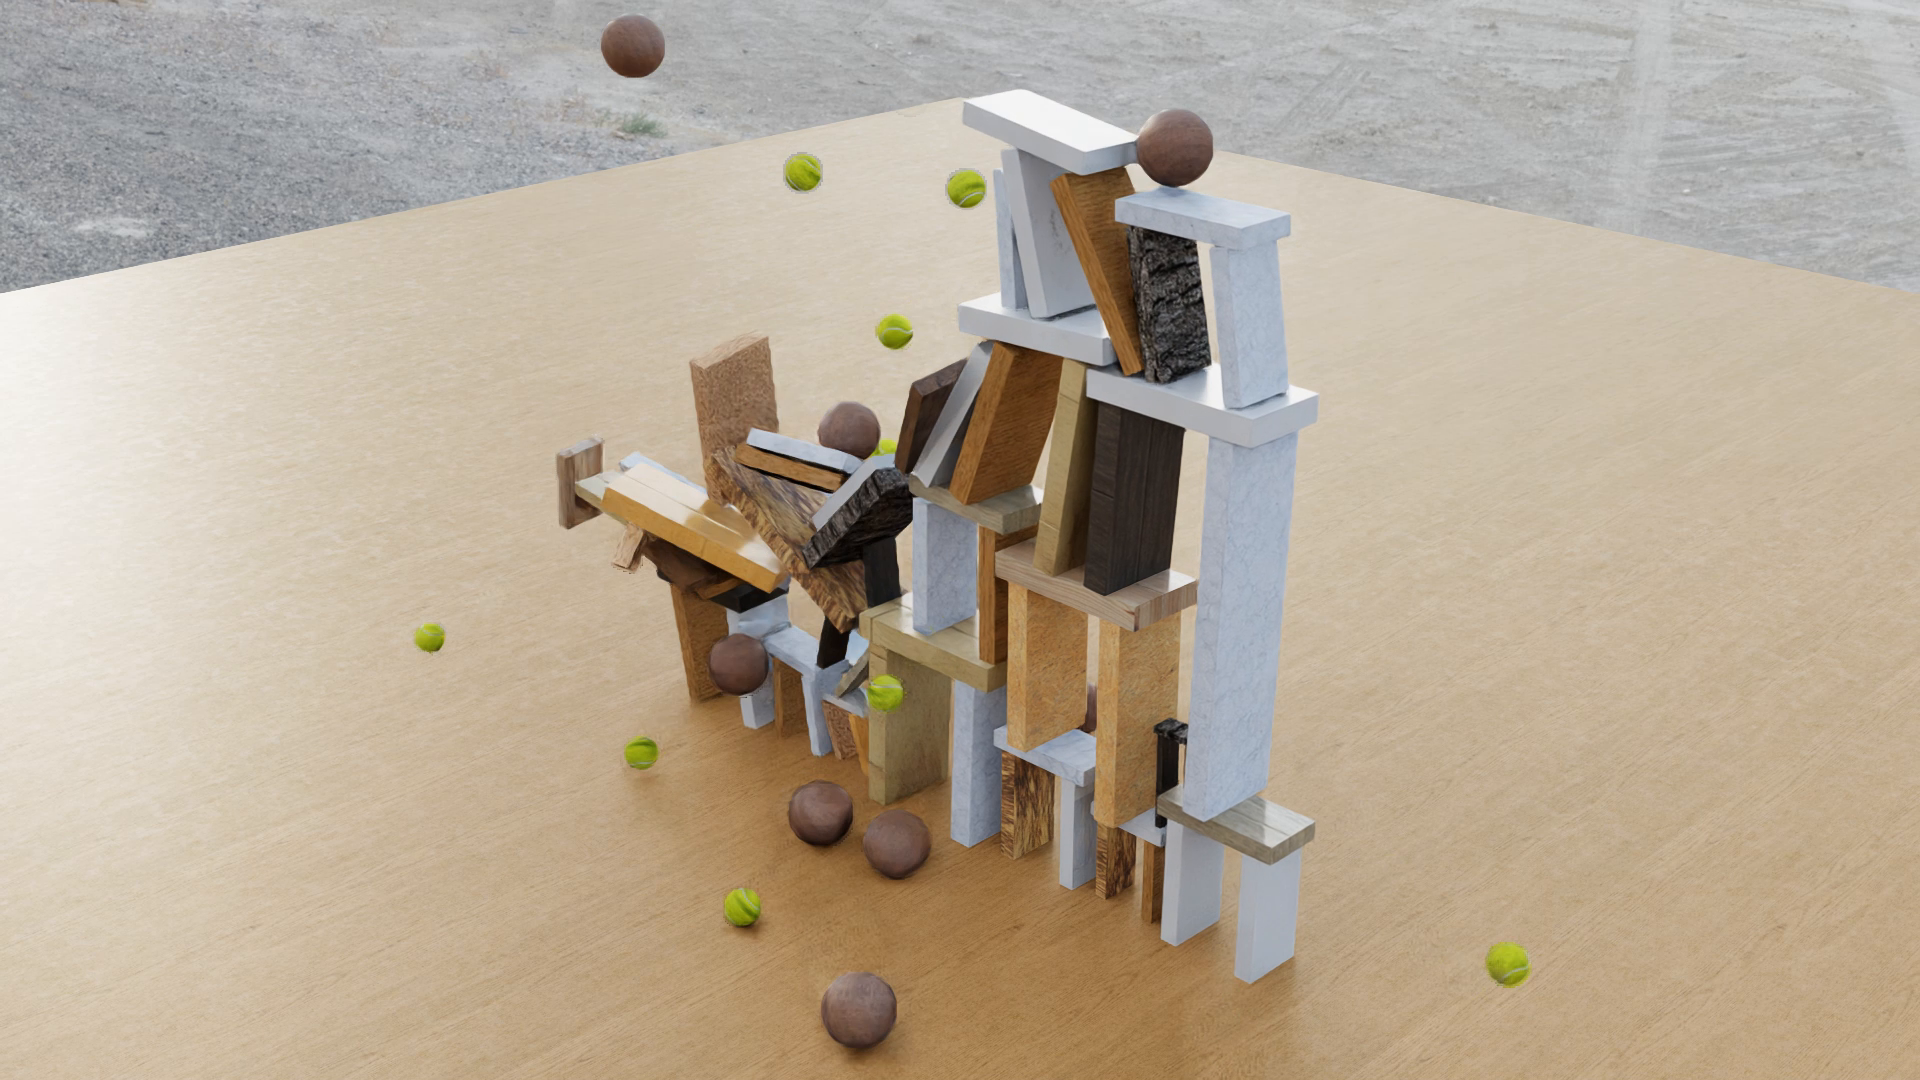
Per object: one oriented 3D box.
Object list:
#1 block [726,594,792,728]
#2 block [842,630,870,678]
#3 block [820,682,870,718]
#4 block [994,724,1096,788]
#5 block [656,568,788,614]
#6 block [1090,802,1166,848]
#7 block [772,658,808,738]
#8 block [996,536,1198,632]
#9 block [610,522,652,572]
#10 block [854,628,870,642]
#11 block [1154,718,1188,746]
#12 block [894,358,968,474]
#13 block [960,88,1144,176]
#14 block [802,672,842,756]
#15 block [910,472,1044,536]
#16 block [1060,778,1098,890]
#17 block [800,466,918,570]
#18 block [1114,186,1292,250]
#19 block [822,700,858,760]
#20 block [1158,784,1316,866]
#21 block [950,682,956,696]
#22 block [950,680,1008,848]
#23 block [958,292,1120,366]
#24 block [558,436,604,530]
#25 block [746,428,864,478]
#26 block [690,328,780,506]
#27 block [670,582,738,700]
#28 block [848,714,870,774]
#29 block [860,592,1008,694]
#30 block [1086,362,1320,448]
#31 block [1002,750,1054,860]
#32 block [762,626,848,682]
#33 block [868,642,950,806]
[{"bbox_3d":[-0.425,0.256,4.793,0.039,0.278,0.139,11,26,43],"label":"block"},{"bbox_3d":[-0.205,0.227,4.827,0.104,0.029,0.208,10,34,3],"label":"block"},{"bbox_3d":[-0.225,0.333,4.622,0.065,0.018,0.130,-23,31,-40],"label":"block"},{"bbox_3d":[0.188,0.396,4.190,0.116,0.033,0.232,-21,31,-41],"label":"block"},{"bbox_3d":[-0.520,0.079,4.800,0.278,0.039,0.139,20,32,40],"label":"block"},{"bbox_3d":[0.335,0.513,4.082,0.086,0.024,0.171,-21,31,-40],"label":"block"},{"bbox_3d":[-0.358,0.328,4.753,0.090,0.180,0.026,-18,27,-39],"label":"block"},{"bbox_3d":[0.245,0.068,3.993,0.169,0.048,0.338,-21,31,-40],"label":"block"},{"bbox_3d":[-0.708,-0.012,4.831,0.022,0.158,0.079,30,-9,-38],"label":"block"},{"bbox_3d":[-0.201,0.162,4.514,0.136,0.019,0.068,35,32,32],"label":"block"},{"bbox_3d":[0.398,0.346,3.945,0.094,0.013,0.047,20,30,40],"label":"block"},{"bbox_3d":[-0.048,-0.227,4.081,0.122,0.244,0.035,-28,65,-26],"label":"block"},{"bbox_3d":[0.156,-0.700,3.759,0.146,0.041,0.292,-20,39,-40],"label":"block"},{"bbox_3d":[-0.284,0.360,4.680,0.090,0.180,0.025,-21,22,-41],"label":"block"},{"bbox_3d":[0.044,-0.086,4.158,0.138,0.039,0.276,-18,29,-36],"label":"block"},{"bbox_3d":[0.243,0.540,4.191,0.033,0.232,0.116,21,31,41],"label":"block"},{"bbox_3d":[-0.166,-0.050,4.377,0.170,0.340,0.048,-12,70,-37],"label":"block"},{"bbox_3d":[0.393,-0.524,3.571,0.259,0.037,0.130,21,31,40],"label":"block"},{"bbox_3d":[-0.248,0.395,4.667,0.065,0.130,0.018,-20,7,-38],"label":"block"},{"bbox_3d":[0.489,0.492,3.904,0.254,0.036,0.127,21,31,40],"label":"block"},{"bbox_3d":[-0.048,0.304,4.867,0.021,0.072,0.145,-39,9,-6],"label":"block"},{"bbox_3d":[0.067,0.412,4.332,0.178,0.356,0.050,-21,33,-41],"label":"block"},{"bbox_3d":[0.179,-0.379,3.863,0.172,0.049,0.345,-21,28,-40],"label":"block"},{"bbox_3d":[-0.891,-0.133,5.164,0.107,0.213,0.030,-29,51,-35],"label":"block"},{"bbox_3d":[-0.297,-0.167,4.441,0.250,0.035,0.125,16,-6,32],"label":"block"},{"bbox_3d":[-0.471,-0.258,4.663,0.173,0.346,0.049,-32,45,-33],"label":"block"},{"bbox_3d":[-0.560,0.203,4.917,0.139,0.278,0.039,-23,23,-39],"label":"block"},{"bbox_3d":[-0.188,0.419,4.609,0.065,0.130,0.018,-19,8,-37],"label":"block"},{"bbox_3d":[-0.011,0.193,4.324,0.356,0.050,0.178,21,31,41],"label":"block"},{"bbox_3d":[0.404,-0.243,3.689,0.355,0.050,0.177,22,31,40],"label":"block"},{"bbox_3d":[0.133,0.497,4.292,0.033,0.232,0.116,21,31,41],"label":"block"},{"bbox_3d":[-0.329,0.242,4.679,0.090,0.025,0.180,-20,35,-39],"label":"block"},{"bbox_3d":[-0.102,0.349,4.480,0.178,0.356,0.050,-20,33,-39],"label":"block"}]
